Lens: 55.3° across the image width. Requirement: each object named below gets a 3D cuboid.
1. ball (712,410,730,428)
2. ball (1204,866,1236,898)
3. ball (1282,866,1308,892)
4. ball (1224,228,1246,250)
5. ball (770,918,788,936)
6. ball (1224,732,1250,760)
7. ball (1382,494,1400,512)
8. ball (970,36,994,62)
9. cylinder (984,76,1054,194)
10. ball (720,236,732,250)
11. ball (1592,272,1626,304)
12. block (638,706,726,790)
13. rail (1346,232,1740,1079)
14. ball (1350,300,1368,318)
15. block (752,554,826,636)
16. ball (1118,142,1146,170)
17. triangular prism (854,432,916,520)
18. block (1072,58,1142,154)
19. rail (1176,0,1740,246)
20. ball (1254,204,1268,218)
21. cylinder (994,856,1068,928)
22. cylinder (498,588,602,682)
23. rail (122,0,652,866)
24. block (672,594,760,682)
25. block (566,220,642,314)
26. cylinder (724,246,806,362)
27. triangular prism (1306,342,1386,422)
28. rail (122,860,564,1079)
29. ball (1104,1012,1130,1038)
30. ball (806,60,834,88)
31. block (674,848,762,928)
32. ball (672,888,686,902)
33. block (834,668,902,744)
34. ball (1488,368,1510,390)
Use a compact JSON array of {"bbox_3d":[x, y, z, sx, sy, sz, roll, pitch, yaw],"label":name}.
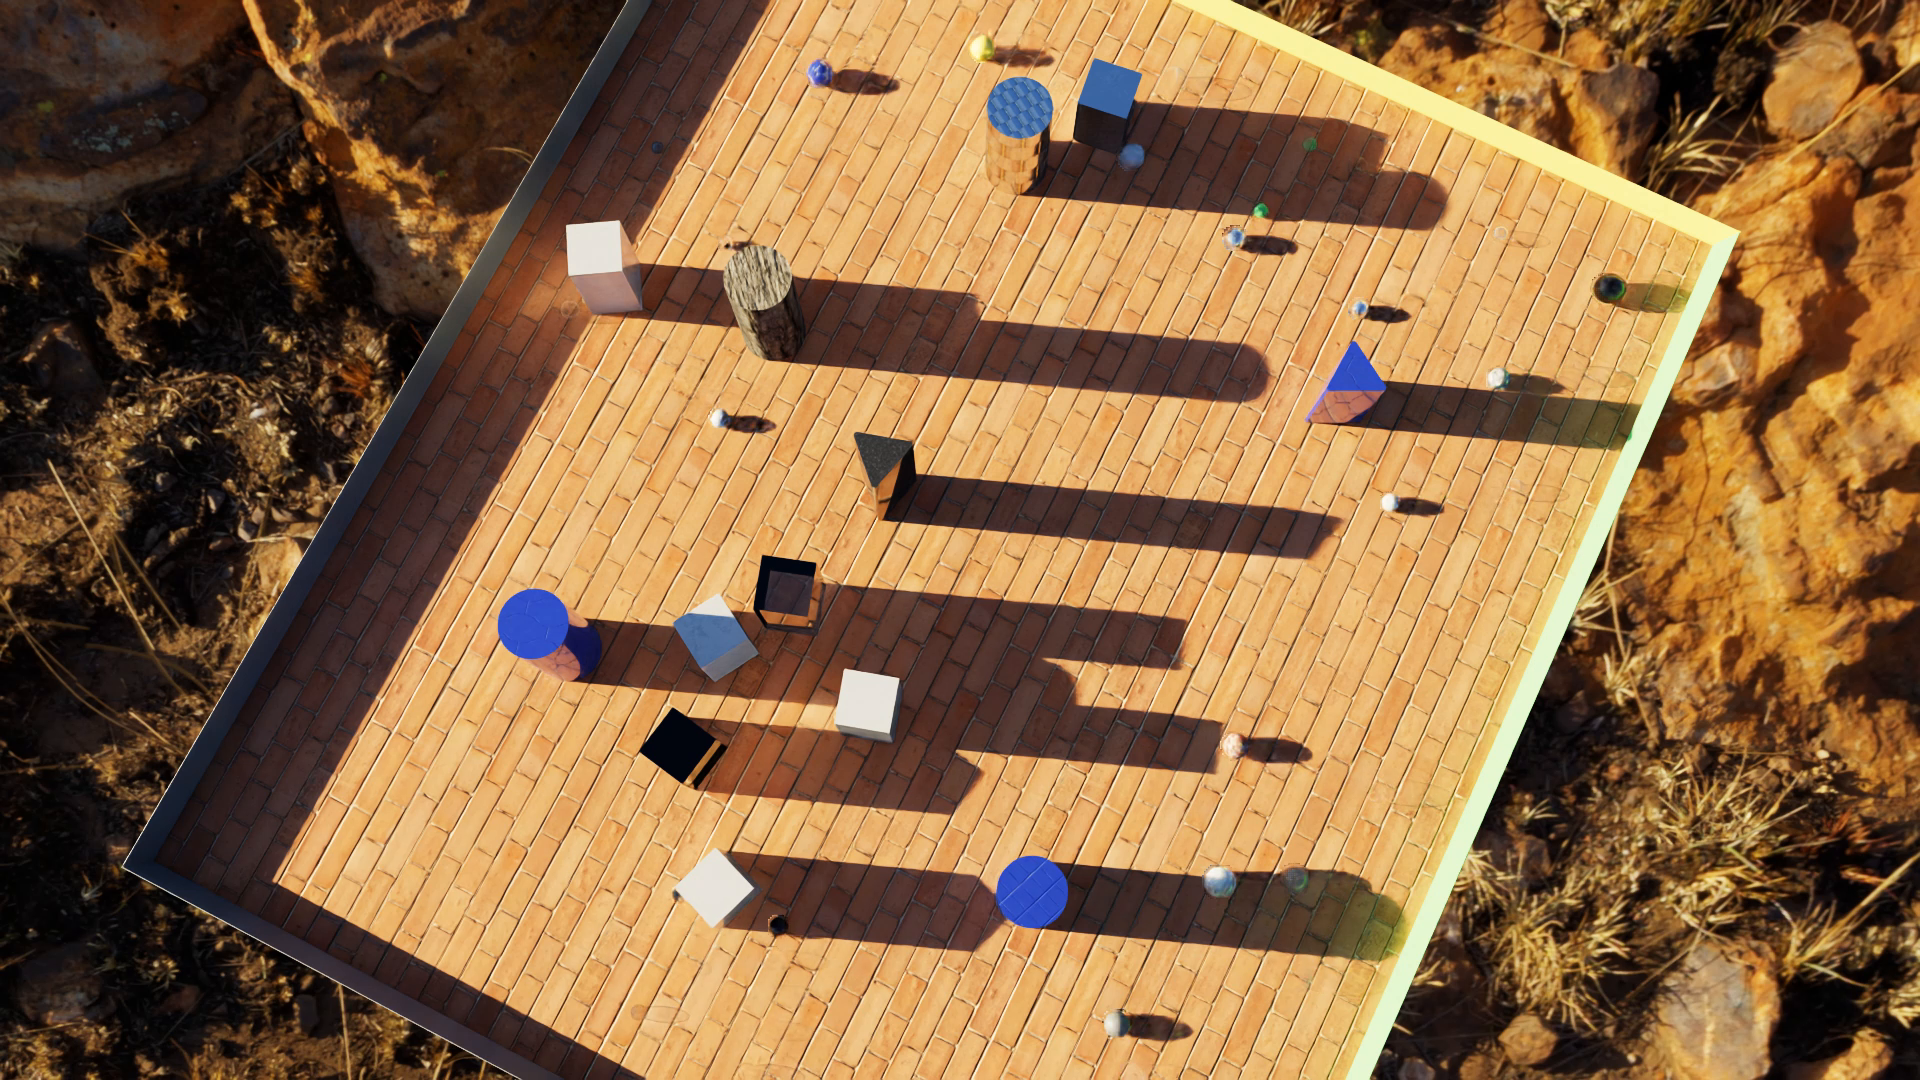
[{"bbox_3d":[-0.741,-0.374,5.665,0.058,0.058,0.058,0,78,0],"label":"ball"},{"bbox_3d":[0.762,1.002,5.362,0.092,0.092,0.092,0,78,0],"label":"ball"},{"bbox_3d":[0.982,0.994,5.371,0.078,0.078,0.078,0,78,0],"label":"ball"},{"bbox_3d":[0.869,-0.951,5.779,0.068,0.068,0.068,0,78,0],"label":"ball"},{"bbox_3d":[-0.529,1.131,5.354,0.055,0.055,0.055,0,78,0],"label":"ball"},{"bbox_3d":[0.822,0.613,5.451,0.077,0.077,0.077,0,78,0],"label":"ball"},{"bbox_3d":[1.321,-0.114,5.611,0.057,0.057,0.057,0,78,0],"label":"ball"},{"bbox_3d":[0.073,-1.584,5.905,0.078,0.078,0.078,0,78,0],"label":"ball"},{"bbox_3d":[0.179,-1.241,5.654,0.198,0.429,0.198,0,78,0],"label":"cylinder"},{"bbox_3d":[-0.740,-0.938,5.790,0.041,0.041,0.041,0,78,0],"label":"ball"},{"bbox_3d":[2.030,-0.785,5.729,0.099,0.099,0.099,0,78,0],"label":"ball"},{"bbox_3d":[-0.806,0.613,5.358,0.158,0.258,0.158,36,81,7],"label":"block"},{"bbox_3d":[1.527,0.755,5.394,0.045,0.129,3.903,26,80,5],"label":"rail"},{"bbox_3d":[1.251,-0.724,5.738,0.056,0.056,0.056,0,78,0],"label":"ball"},{"bbox_3d":[-0.498,0.168,5.394,0.158,0.368,0.158,8,78,2],"label":"block"},{"bbox_3d":[0.547,-1.221,5.827,0.084,0.084,0.084,0,78,0],"label":"ball"},{"bbox_3d":[-0.246,-0.215,5.436,0.149,0.440,0.172,40,81,8],"label":"triangular prism"},{"bbox_3d":[0.461,-1.359,5.758,0.158,0.274,0.158,19,79,4],"label":"block"},{"bbox_3d":[0.862,-1.681,5.898,3.463,0.129,0.045,26,80,5],"label":"rail"},{"bbox_3d":[0.955,-1.044,5.810,0.044,0.044,0.044,0,78,0],"label":"ball"},{"bbox_3d":[0.200,1.007,5.234,0.198,0.341,0.198,0,78,0],"label":"cylinder"},{"bbox_3d":[-1.183,0.281,5.312,0.198,0.482,0.198,0,78,0],"label":"cylinder"},{"bbox_3d":[-1.527,-0.741,5.703,0.045,0.129,3.903,26,80,5],"label":"rail"},{"bbox_3d":[-0.717,0.291,5.401,0.158,0.305,0.158,-33,80,-6],"label":"block"},{"bbox_3d":[-1.084,-0.829,5.606,0.158,0.357,0.158,-5,78,-1],"label":"block"},{"bbox_3d":[-0.583,-0.706,5.514,0.198,0.488,0.198,0,78,0],"label":"cylinder"},{"bbox_3d":[1.157,-0.477,5.537,0.172,0.350,0.149,0,78,0],"label":"triangular prism"},{"bbox_3d":[-0.862,1.695,5.199,3.463,0.129,0.045,26,80,5],"label":"rail"},{"bbox_3d":[0.453,1.399,5.289,0.075,0.075,0.075,0,78,0],"label":"ball"},{"bbox_3d":[-0.449,-1.498,5.883,0.086,0.086,0.086,0,78,0],"label":"ball"},{"bbox_3d":[-0.693,1.004,5.282,0.158,0.248,0.158,-44,82,-8],"label":"block"},{"bbox_3d":[-0.821,1.040,5.375,0.048,0.048,0.048,0,78,0],"label":"ball"},{"bbox_3d":[-0.264,0.489,5.350,0.158,0.323,0.158,10,78,2],"label":"block"},{"bbox_3d":[1.673,-0.500,5.685,0.069,0.069,0.069,0,78,0],"label":"ball"}]
